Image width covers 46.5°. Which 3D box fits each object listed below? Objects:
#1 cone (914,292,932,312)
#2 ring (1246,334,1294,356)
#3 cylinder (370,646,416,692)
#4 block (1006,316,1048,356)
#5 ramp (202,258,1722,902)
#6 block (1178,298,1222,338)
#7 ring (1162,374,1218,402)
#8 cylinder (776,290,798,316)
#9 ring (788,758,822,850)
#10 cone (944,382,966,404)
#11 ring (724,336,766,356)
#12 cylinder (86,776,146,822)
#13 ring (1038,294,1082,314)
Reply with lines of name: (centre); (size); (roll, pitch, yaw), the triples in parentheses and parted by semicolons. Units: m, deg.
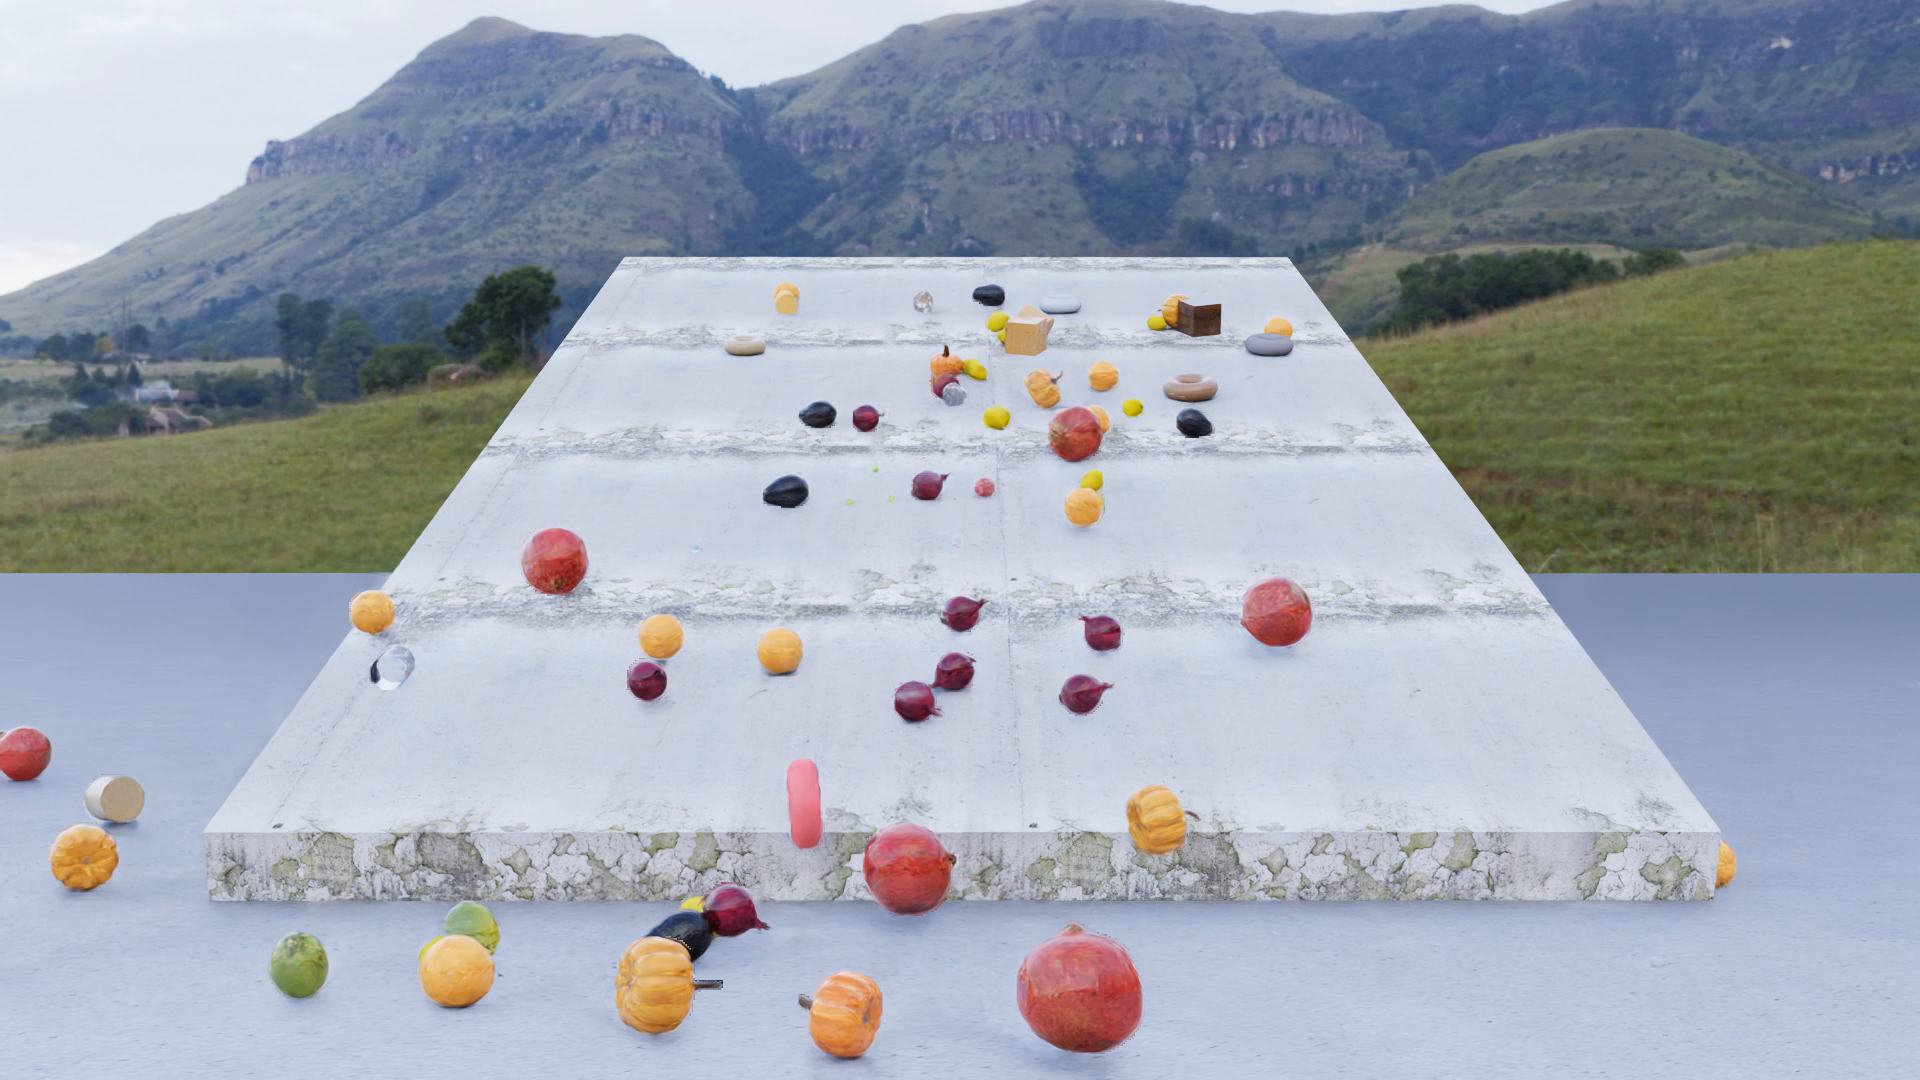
cone: (-0.089, -0.634, 6.034); (0.058, 0.058, 0.058); (0, -10, 24)
ring: (0.769, -0.485, 5.559); (0.120, 0.040, 0.120); (1, 17, 0)
cylinder: (-0.870, 0.197, 3.432); (0.054, 0.054, 0.054); (0, 18, 6)
block: (0.164, -0.508, 5.559); (0.080, 0.080, 0.080); (7, 19, 21)
ramp: (-0.004, -0.187, 4.862); (2.000, 0.100, 4.000); (0, 18, 0)
block: (0.616, -0.573, 5.760); (0.081, 0.081, 0.081); (-8, 20, -23)
ring: (0.529, -0.350, 5.137); (0.127, 0.042, 0.127); (-3, 20, 1)
cylinder: (-0.465, -0.635, 5.988); (0.056, 0.056, 0.056); (0, 18, -8)
ring: (-0.202, 0.341, 2.901); (0.039, 0.118, 0.118); (-4, 0, -6)
cone: (-0.015, -0.325, 5.086); (0.054, 0.054, 0.054); (0, -19, -12)
ring: (-0.534, -0.483, 5.554); (0.105, 0.035, 0.105); (1, 17, 0)
cylinder: (-1.455, 0.446, 3.852); (0.076, 0.076, 0.076); (1, -4, -40)
ring: (0.269, -0.636, 6.021); (0.116, 0.039, 0.116); (0, 17, 0)
